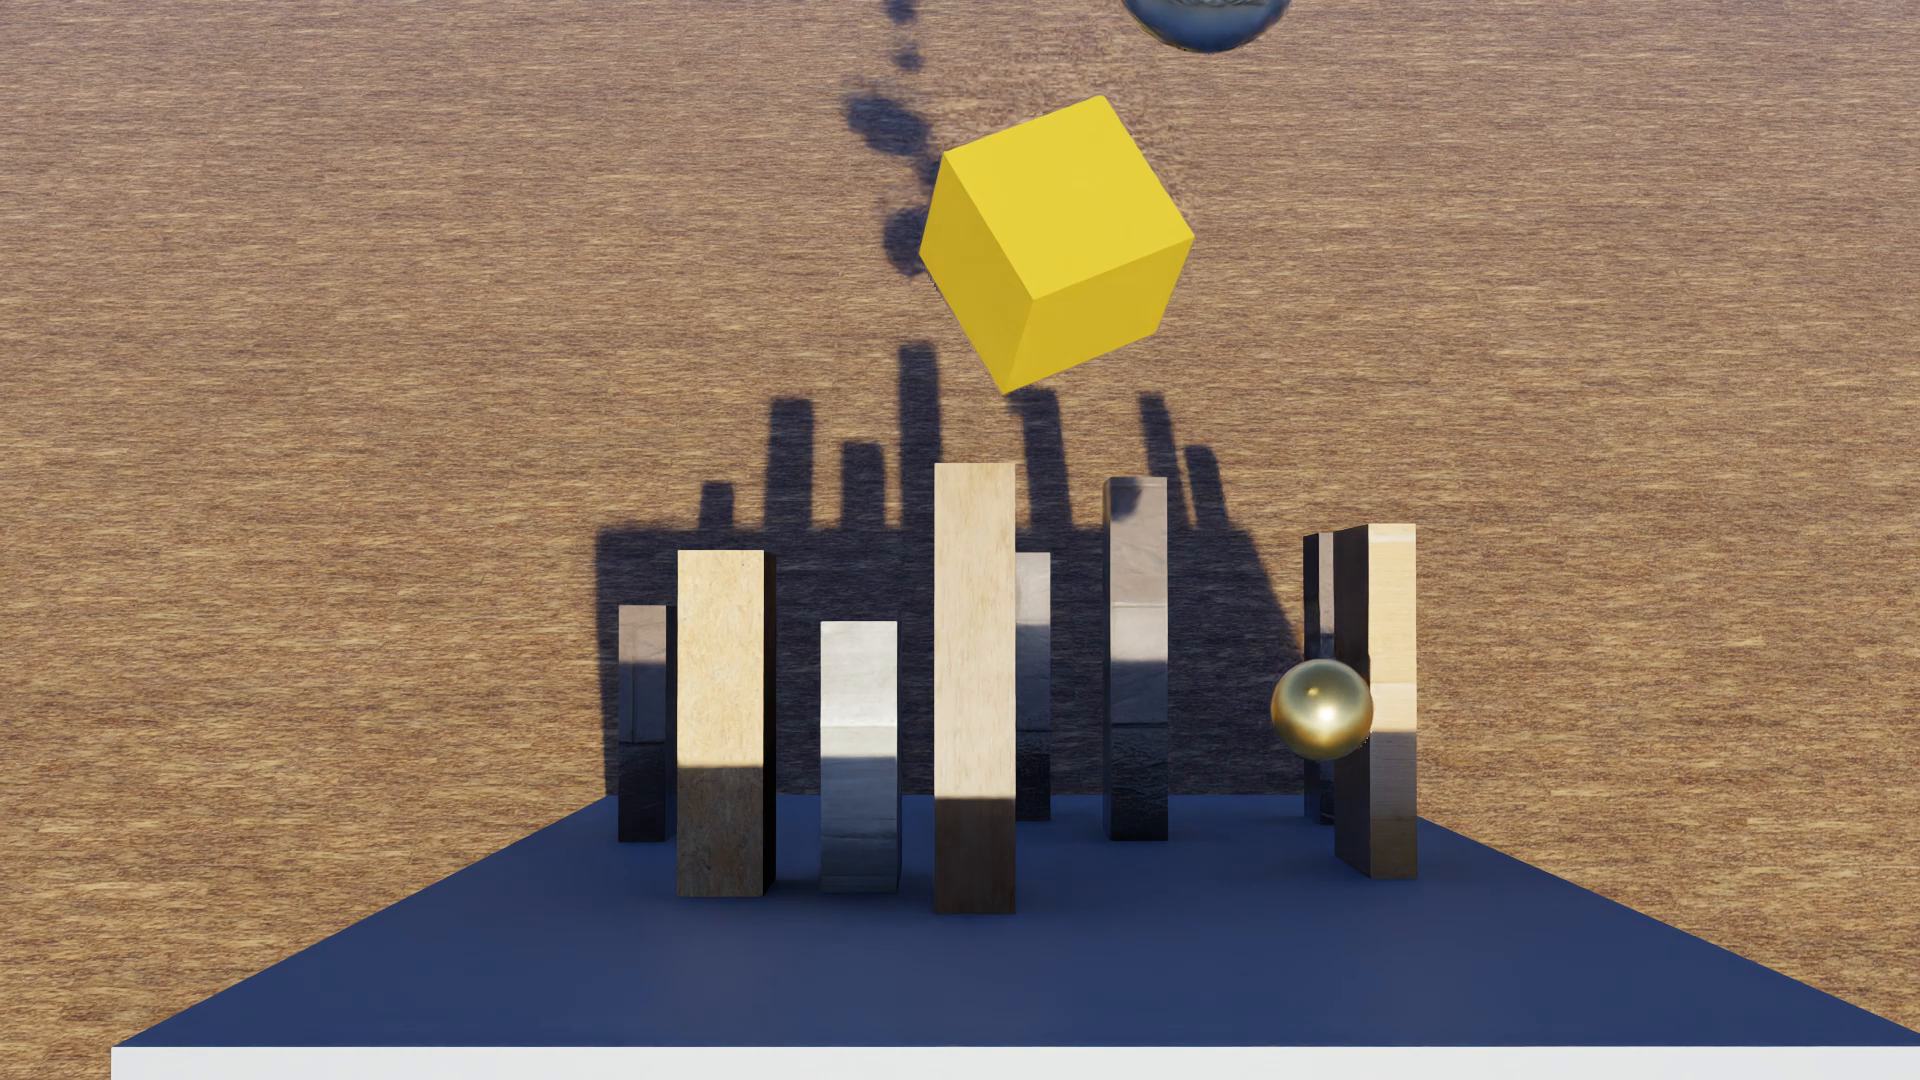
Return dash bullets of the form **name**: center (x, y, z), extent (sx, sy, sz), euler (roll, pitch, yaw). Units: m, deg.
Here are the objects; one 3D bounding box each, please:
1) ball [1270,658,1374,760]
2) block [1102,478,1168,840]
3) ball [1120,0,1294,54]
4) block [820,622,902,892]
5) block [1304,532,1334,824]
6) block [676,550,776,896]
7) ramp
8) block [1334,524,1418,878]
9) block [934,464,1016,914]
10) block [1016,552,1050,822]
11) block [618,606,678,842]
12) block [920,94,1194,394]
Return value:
- **ball**: center (0.415, 0.194, 2.973), extent (0.117, 0.117, 0.117), euler (0, 35, 0)
- **block**: center (0.375, 0.253, 5.584), extent (0.119, 0.761, 0.300), euler (0, -2, 0)
- **ball**: center (0.211, -0.500, 2.218), extent (0.168, 0.168, 0.168), euler (0, 35, 0)
- **block**: center (-0.172, 0.375, 4.616), extent (0.129, 0.460, 0.394), euler (0, -2, 0)
- **block**: center (0.856, 0.316, 5.983), extent (0.092, 0.657, 0.271), euler (0, -2, 0)
- **block**: center (-0.401, 0.312, 4.504), extent (0.143, 0.579, 0.311), euler (0, -2, 0)
- **ramp**: center (0.077, 0.661, 4.822), extent (2.000, 0.100, 4.000), euler (0, -2, 0)
- **block**: center (0.776, 0.295, 4.875), extent (0.084, 0.635, 0.444), euler (0, -2, 0)
- **block**: center (0.024, 0.240, 4.327), extent (0.127, 0.711, 0.447), euler (0, -2, 0)
- **block**: center (0.155, 0.341, 6.105), extent (0.103, 0.616, 0.288), euler (0, -2, 0)
- **block**: center (-0.662, 0.386, 5.536), extent (0.098, 0.492, 0.264), euler (0, -2, 0)
- **block**: center (0.092, -0.294, 2.591), extent (0.181, 0.181, 0.181), euler (-23, 69, -19)
